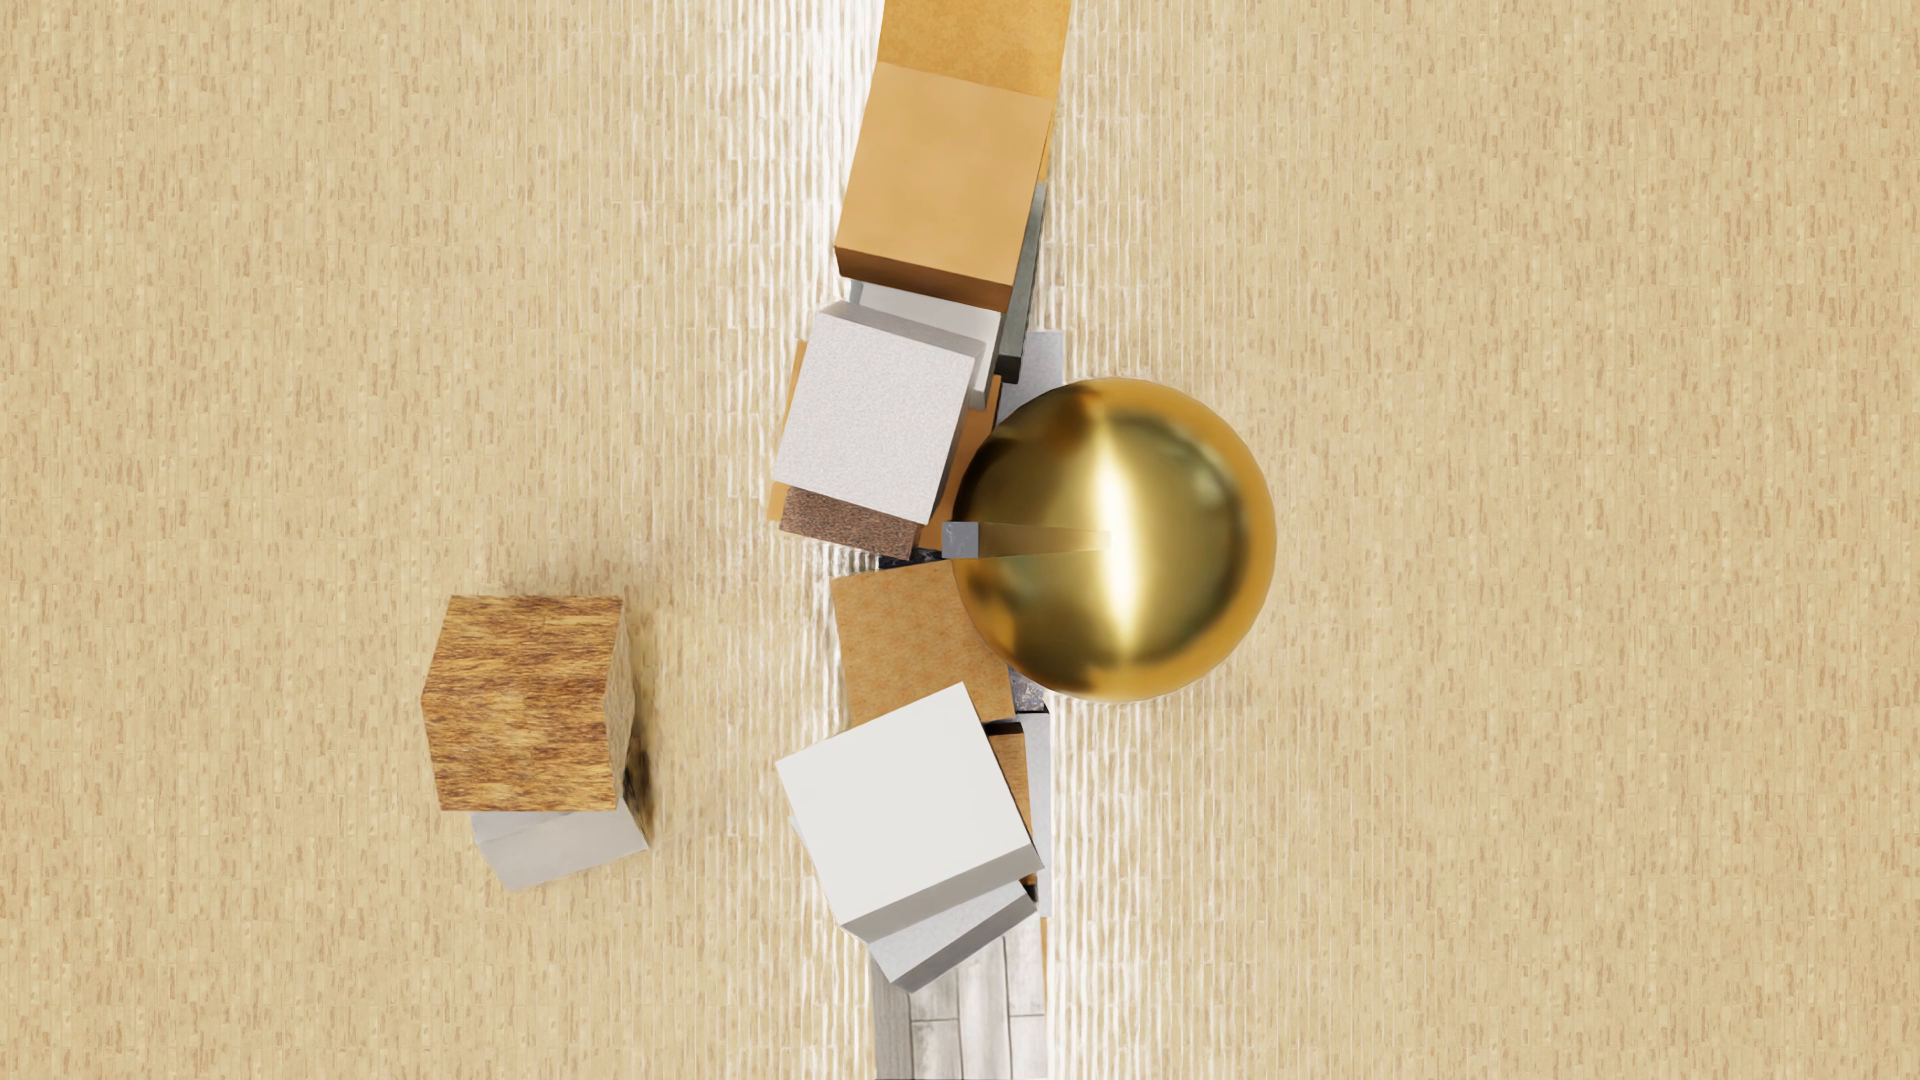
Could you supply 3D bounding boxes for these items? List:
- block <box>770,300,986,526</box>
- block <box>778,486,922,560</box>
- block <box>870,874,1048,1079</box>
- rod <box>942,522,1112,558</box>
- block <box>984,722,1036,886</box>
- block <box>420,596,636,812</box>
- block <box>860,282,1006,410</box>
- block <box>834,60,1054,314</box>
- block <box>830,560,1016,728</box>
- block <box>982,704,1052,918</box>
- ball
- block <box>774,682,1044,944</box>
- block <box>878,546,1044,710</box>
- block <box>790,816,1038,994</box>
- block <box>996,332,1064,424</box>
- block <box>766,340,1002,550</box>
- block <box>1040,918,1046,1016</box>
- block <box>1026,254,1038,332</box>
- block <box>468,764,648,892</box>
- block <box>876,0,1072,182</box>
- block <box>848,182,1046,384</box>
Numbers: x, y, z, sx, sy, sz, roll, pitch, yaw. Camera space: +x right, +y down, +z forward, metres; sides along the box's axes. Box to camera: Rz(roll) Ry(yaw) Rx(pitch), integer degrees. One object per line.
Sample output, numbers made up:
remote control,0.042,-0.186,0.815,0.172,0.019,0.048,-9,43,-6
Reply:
block,-0.356,-0.603,10.087,0.724,0.836,0.772,17,101,1
block,-0.472,-0.316,10.891,0.644,0.643,0.703,13,90,1
block,-0.003,2.295,11.635,0.877,0.853,0.913,-3,93,1
rod,0.324,0.000,7.398,0.080,5.200,0.080,0,90,7
block,-0.026,1.418,11.706,0.782,0.696,0.782,-5,90,0
block,-2.256,0.859,11.625,0.918,0.841,0.775,0,127,0
block,-0.132,-1.092,10.829,0.672,0.667,0.701,12,86,2
block,-0.075,-1.613,10.166,0.817,0.711,0.861,13,86,0
block,-0.194,0.570,11.682,0.831,0.776,0.854,-9,88,0
block,0.010,1.514,12.527,0.978,0.946,1.117,-1,90,0
ball,0.747,0.000,10.772,1.600,1.600,1.600,0,90,0
block,-0.206,1.251,9.925,0.891,0.953,0.764,-23,74,-1
block,0.005,0.446,12.557,0.911,0.885,0.988,0,90,0
block,-0.209,1.601,10.788,0.760,0.884,0.912,-33,74,-3
block,0.010,-0.601,12.531,1.118,0.929,1.086,0,90,0
block,-0.381,-0.471,11.639,1.054,0.857,0.932,10,90,1
block,0.006,2.494,12.546,0.945,0.909,0.833,0,90,0
block,-0.005,-1.554,12.583,0.864,0.833,0.800,0,90,0
block,-2.314,1.397,12.428,0.818,0.820,0.740,-17,63,-6
block,0.035,-2.364,11.691,0.943,0.934,0.947,9,90,0
block,-0.071,-1.403,11.641,0.910,0.893,0.911,8,85,1
